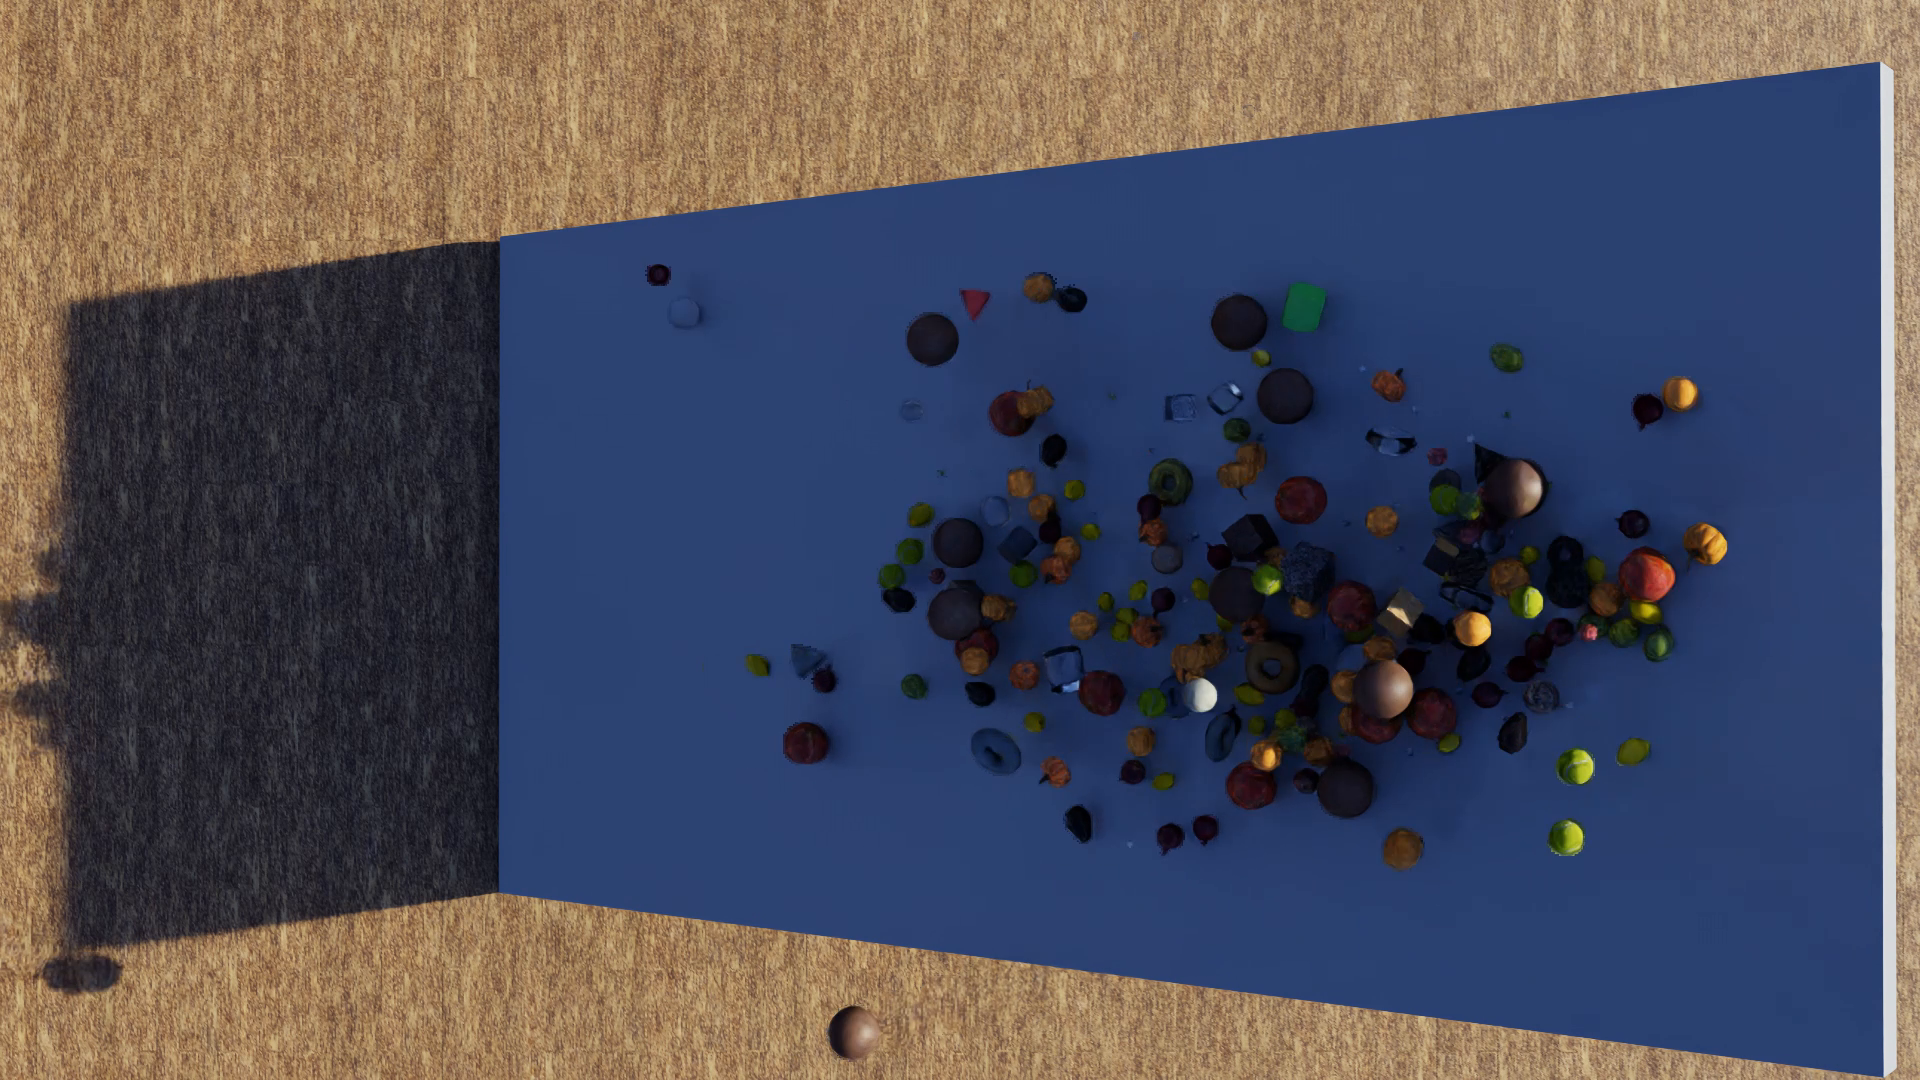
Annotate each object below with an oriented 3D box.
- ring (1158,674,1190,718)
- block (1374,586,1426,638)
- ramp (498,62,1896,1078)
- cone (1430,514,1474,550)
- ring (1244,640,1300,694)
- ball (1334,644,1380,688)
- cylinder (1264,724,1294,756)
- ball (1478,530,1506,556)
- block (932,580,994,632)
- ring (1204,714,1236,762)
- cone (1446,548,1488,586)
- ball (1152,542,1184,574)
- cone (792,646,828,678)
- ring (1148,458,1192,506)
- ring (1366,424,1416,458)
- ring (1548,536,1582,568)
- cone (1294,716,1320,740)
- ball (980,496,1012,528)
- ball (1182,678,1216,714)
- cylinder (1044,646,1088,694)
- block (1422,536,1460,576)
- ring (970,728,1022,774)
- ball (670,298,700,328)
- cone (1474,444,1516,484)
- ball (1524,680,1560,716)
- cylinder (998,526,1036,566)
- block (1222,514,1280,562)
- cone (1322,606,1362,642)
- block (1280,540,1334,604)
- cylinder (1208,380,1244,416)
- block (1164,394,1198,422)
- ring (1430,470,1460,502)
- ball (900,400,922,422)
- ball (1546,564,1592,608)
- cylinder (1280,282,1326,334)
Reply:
[{"bbox_3d":[0.520,0.374,5.259,0.103,0.034,0.103,-3,85,38],"label":"ring"},{"bbox_3d":[0.963,0.158,4.813,0.068,0.068,0.068,37,64,2],"label":"block"},{"bbox_3d":[0.235,0.066,5.555,4.000,0.100,2.000,0,89,36],"label":"ramp"},{"bbox_3d":[1.100,-0.024,4.830,0.092,0.092,0.092,44,87,0],"label":"cone"},{"bbox_3d":[0.717,0.293,5.048,0.130,0.043,0.130,4,107,13],"label":"ring"},{"bbox_3d":[0.892,0.282,4.945,0.100,0.100,0.100,0,90,0],"label":"ball"},{"bbox_3d":[0.737,0.463,5.076,0.052,0.052,0.052,25,126,0],"label":"cylinder"},{"bbox_3d":[1.150,0.004,4.754,0.056,0.056,0.056,0,90,0],"label":"ball"},{"bbox_3d":[0.007,0.167,5.604,0.091,0.091,0.091,51,117,25],"label":"block"},{"bbox_3d":[0.601,0.457,5.085,0.038,0.115,0.115,12,90,30],"label":"ring"},{"bbox_3d":[1.111,0.083,4.793,0.091,0.091,0.091,-11,51,14],"label":"cone"},{"bbox_3d":[0.495,0.044,5.253,0.078,0.078,0.078,0,90,0],"label":"ball"},{"bbox_3d":[-0.394,0.318,5.917,0.087,0.087,0.087,-14,90,19],"label":"cone"},{"bbox_3d":[0.504,-0.138,5.273,0.117,0.039,0.117,-1,88,35],"label":"ring"},{"bbox_3d":[0.957,-0.220,4.882,0.111,0.111,0.037,12,121,0],"label":"ring"},{"bbox_3d":[1.292,0.032,4.697,0.079,0.026,0.079,4,97,37],"label":"ring"},{"bbox_3d":[0.785,0.441,5.029,0.058,0.058,0.058,4,64,-7],"label":"cone"},{"bbox_3d":[0.091,-0.070,5.550,0.081,0.081,0.081,0,90,0],"label":"ball"},{"bbox_3d":[0.515,0.335,4.733,0.076,0.076,0.076,0,90,0],"label":"ball"},{"bbox_3d":[0.260,0.318,5.407,0.092,0.092,0.092,-12,70,0],"label":"cylinder"},{"bbox_3d":[1.023,0.035,4.677,0.052,0.052,0.052,33,122,8],"label":"block"},{"bbox_3d":[0.089,0.520,5.407,0.139,0.139,0.046,40,52,0],"label":"ring"},{"bbox_3d":[-0.776,-0.638,6.191,0.085,0.085,0.085,0,90,0],"label":"ball"},{"bbox_3d":[1.167,-0.167,4.779,0.090,0.090,0.090,-3,90,12],"label":"cone"},{"bbox_3d":[1.243,0.336,4.700,0.077,0.077,0.077,0,90,0],"label":"ball"},{"bbox_3d":[0.142,0.014,5.459,0.069,0.069,0.069,43,66,0],"label":"cylinder"},{"bbox_3d":[0.676,-0.004,5.118,0.080,0.080,0.080,-40,67,29],"label":"block"},{"bbox_3d":[0.871,0.188,4.997,0.089,0.089,0.089,-4,90,8],"label":"cone"},{"bbox_3d":[0.791,0.073,5.000,0.088,0.088,0.088,25,50,32],"label":"block"},{"bbox_3d":[0.623,-0.334,5.173,0.060,0.060,0.060,48,118,0],"label":"cylinder"},{"bbox_3d":[0.528,-0.315,5.245,0.056,0.056,0.056,-8,85,36],"label":"block"},{"bbox_3d":[1.071,-0.121,4.854,0.025,0.075,0.075,28,89,-44],"label":"ring"},{"bbox_3d":[-0.123,-0.326,5.550,0.055,0.055,0.055,0,90,0],"label":"ball"},{"bbox_3d":[1.286,0.098,4.649,0.093,0.093,0.093,0,90,0],"label":"ball"},{"bbox_3d":[0.784,-0.530,5.019,0.086,0.086,0.086,11,120,0],"label":"cylinder"}]
